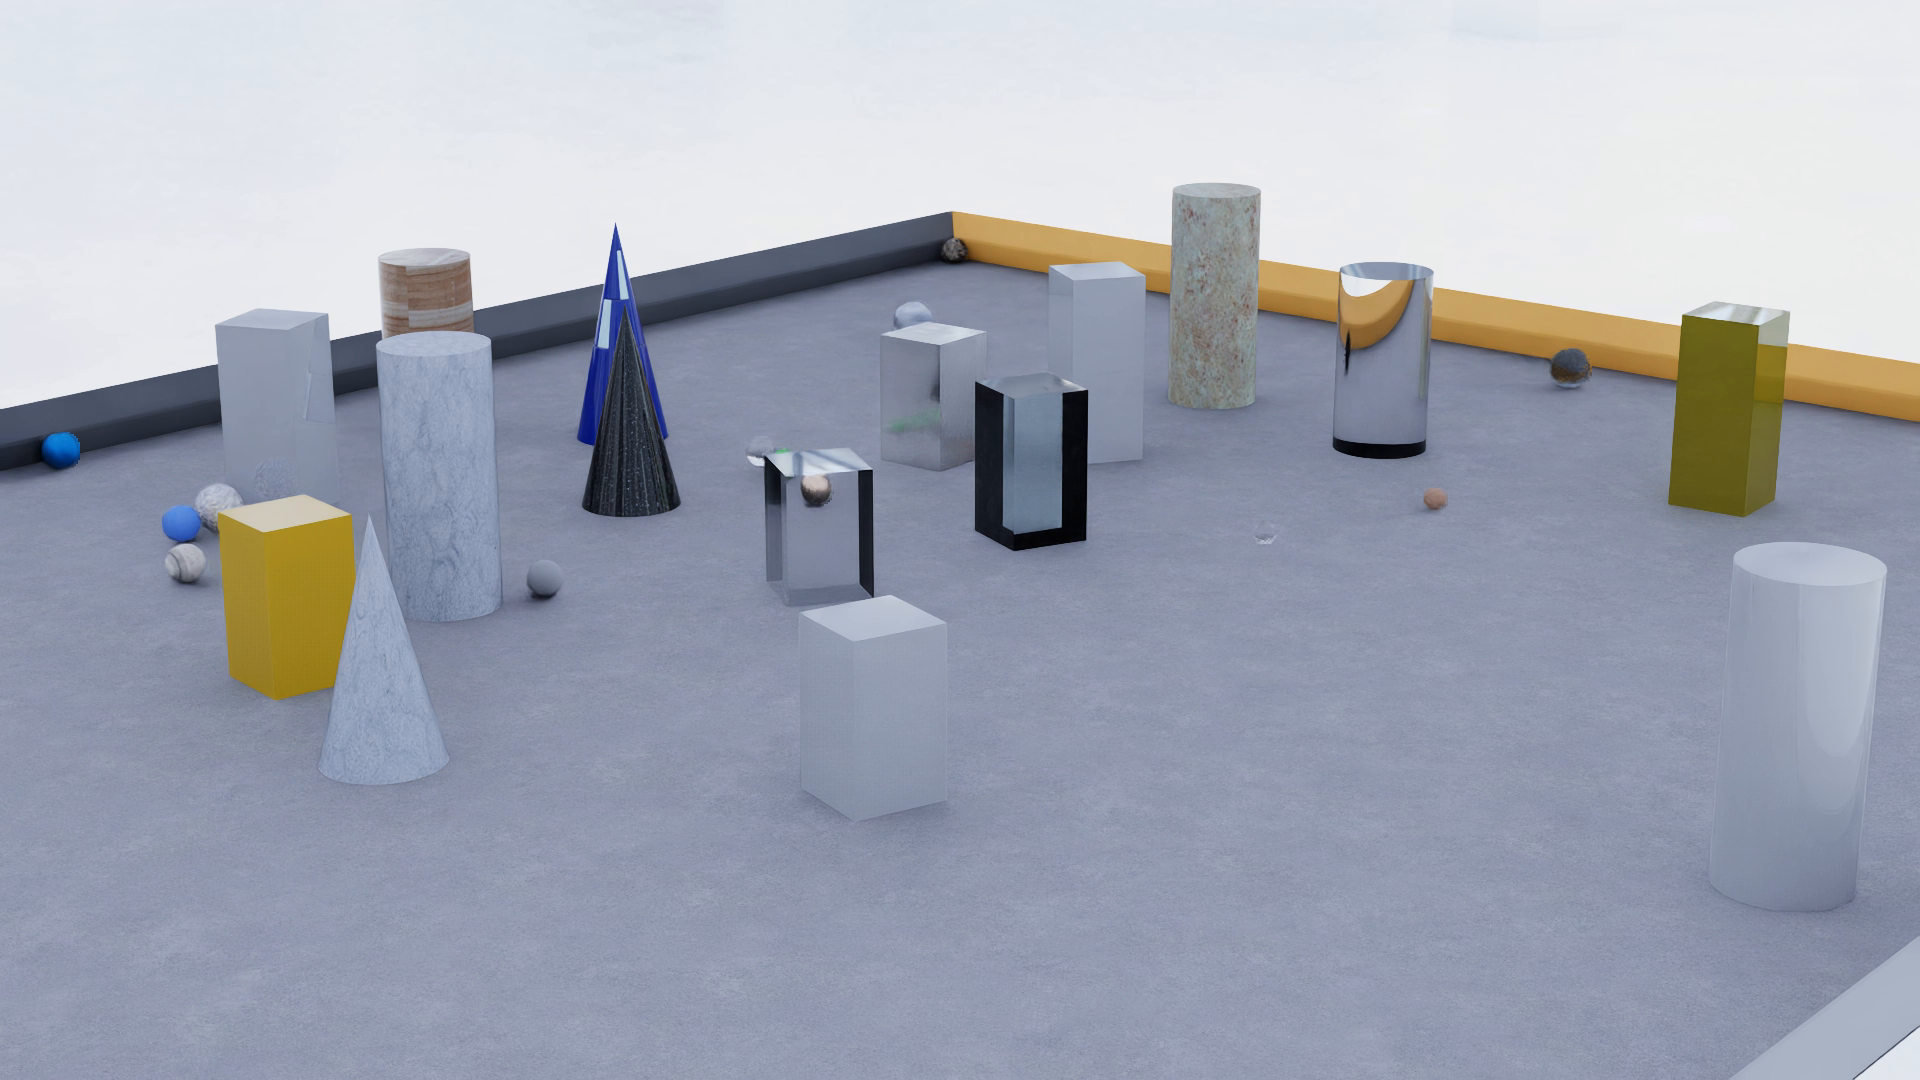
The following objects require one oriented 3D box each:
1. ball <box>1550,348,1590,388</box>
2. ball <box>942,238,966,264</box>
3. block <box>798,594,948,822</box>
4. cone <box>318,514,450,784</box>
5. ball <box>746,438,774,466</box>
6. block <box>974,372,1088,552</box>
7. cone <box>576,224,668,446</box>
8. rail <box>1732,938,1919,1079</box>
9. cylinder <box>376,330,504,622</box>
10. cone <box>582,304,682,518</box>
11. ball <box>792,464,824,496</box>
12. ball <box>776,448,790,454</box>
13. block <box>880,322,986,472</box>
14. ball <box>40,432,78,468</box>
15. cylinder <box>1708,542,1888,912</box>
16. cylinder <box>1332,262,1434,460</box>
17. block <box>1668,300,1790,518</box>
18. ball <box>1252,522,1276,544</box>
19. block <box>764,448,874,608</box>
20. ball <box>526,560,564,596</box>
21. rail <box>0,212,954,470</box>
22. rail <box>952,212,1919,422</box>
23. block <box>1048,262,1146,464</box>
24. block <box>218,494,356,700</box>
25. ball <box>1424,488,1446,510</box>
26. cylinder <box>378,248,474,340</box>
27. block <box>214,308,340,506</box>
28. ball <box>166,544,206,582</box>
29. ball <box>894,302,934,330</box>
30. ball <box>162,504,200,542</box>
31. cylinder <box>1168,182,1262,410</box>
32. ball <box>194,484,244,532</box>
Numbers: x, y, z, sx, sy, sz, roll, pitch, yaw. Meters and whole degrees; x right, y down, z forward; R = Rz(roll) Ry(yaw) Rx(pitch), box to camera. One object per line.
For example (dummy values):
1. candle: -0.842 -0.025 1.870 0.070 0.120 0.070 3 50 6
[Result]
1. ball: 1.366 -0.385 6.564 0.088 0.088 0.088 0 17 0
2. ball: -0.015 -0.779 7.905 0.068 0.068 0.068 0 17 0
3. block: -0.124 0.238 4.191 0.153 0.268 0.153 -10 20 -31
4. cone: -0.856 0.145 4.301 0.192 0.383 0.192 0 17 0
5. ball: -0.404 -0.178 5.932 0.058 0.058 0.058 0 17 0
6. block: 0.131 -0.147 5.431 0.153 0.287 0.153 -9 19 -26
7. cone: -0.709 -0.438 6.103 0.192 0.458 0.192 0 17 0
8. rail: 1.479 0.402 3.891 0.045 0.125 4.501 14 22 39
9. cylinder: -0.887 -0.110 5.009 0.192 0.462 0.192 0 17 0
10. cone: -0.636 -0.260 5.621 0.192 0.396 0.192 0 17 0
11. ball: -0.297 -0.117 5.726 0.060 0.060 0.060 0 17 0
12. ball: -0.355 -0.163 5.909 0.042 0.042 0.042 0 17 0
13. block: -0.054 -0.293 5.959 0.153 0.262 0.153 13 21 36
14. ball: -1.816 -0.180 5.913 0.072 0.072 0.072 0 17 0
15. cylinder: 1.100 0.244 3.860 0.192 0.447 0.192 0 17 0
16. cylinder: 0.869 -0.371 6.028 0.192 0.371 0.192 0 17 0
17. block: 1.477 -0.253 5.633 0.153 0.375 0.153 12 21 35
18. ball: 0.561 -0.012 5.410 0.042 0.042 0.042 0 17 0
19. block: -0.246 -0.024 5.117 0.153 0.234 0.153 -5 18 -17
20. ball: -0.724 0.067 5.111 0.064 0.064 0.064 0 17 0
21. rail: -1.479 -0.340 6.350 0.045 0.125 4.501 14 22 39
22. rail: 1.460 -0.455 6.730 3.965 0.125 0.045 14 22 39
23. block: 0.277 -0.362 5.983 0.153 0.381 0.153 -5 17 -16
24. block: -1.067 0.089 4.671 0.153 0.276 0.153 -14 22 -38
25. ball: 0.912 -0.080 5.633 0.043 0.043 0.043 0 17 0
26. cylinder: -1.118 -0.414 6.173 0.192 0.371 0.192 0 17 0
27. block: -1.301 -0.241 5.599 0.153 0.371 0.153 5 18 17
28. ball: -1.370 0.041 5.189 0.069 0.069 0.069 0 17 0
29. ball: -0.112 -0.521 7.003 0.096 0.096 0.096 0 17 0
30. ball: -1.443 -0.031 5.427 0.069 0.069 0.069 0 17 0
31. cylinder: 0.556 -0.535 6.411 0.192 0.464 0.192 0 17 0
32. ball: -1.386 -0.059 5.483 0.090 0.090 0.090 0 17 0
